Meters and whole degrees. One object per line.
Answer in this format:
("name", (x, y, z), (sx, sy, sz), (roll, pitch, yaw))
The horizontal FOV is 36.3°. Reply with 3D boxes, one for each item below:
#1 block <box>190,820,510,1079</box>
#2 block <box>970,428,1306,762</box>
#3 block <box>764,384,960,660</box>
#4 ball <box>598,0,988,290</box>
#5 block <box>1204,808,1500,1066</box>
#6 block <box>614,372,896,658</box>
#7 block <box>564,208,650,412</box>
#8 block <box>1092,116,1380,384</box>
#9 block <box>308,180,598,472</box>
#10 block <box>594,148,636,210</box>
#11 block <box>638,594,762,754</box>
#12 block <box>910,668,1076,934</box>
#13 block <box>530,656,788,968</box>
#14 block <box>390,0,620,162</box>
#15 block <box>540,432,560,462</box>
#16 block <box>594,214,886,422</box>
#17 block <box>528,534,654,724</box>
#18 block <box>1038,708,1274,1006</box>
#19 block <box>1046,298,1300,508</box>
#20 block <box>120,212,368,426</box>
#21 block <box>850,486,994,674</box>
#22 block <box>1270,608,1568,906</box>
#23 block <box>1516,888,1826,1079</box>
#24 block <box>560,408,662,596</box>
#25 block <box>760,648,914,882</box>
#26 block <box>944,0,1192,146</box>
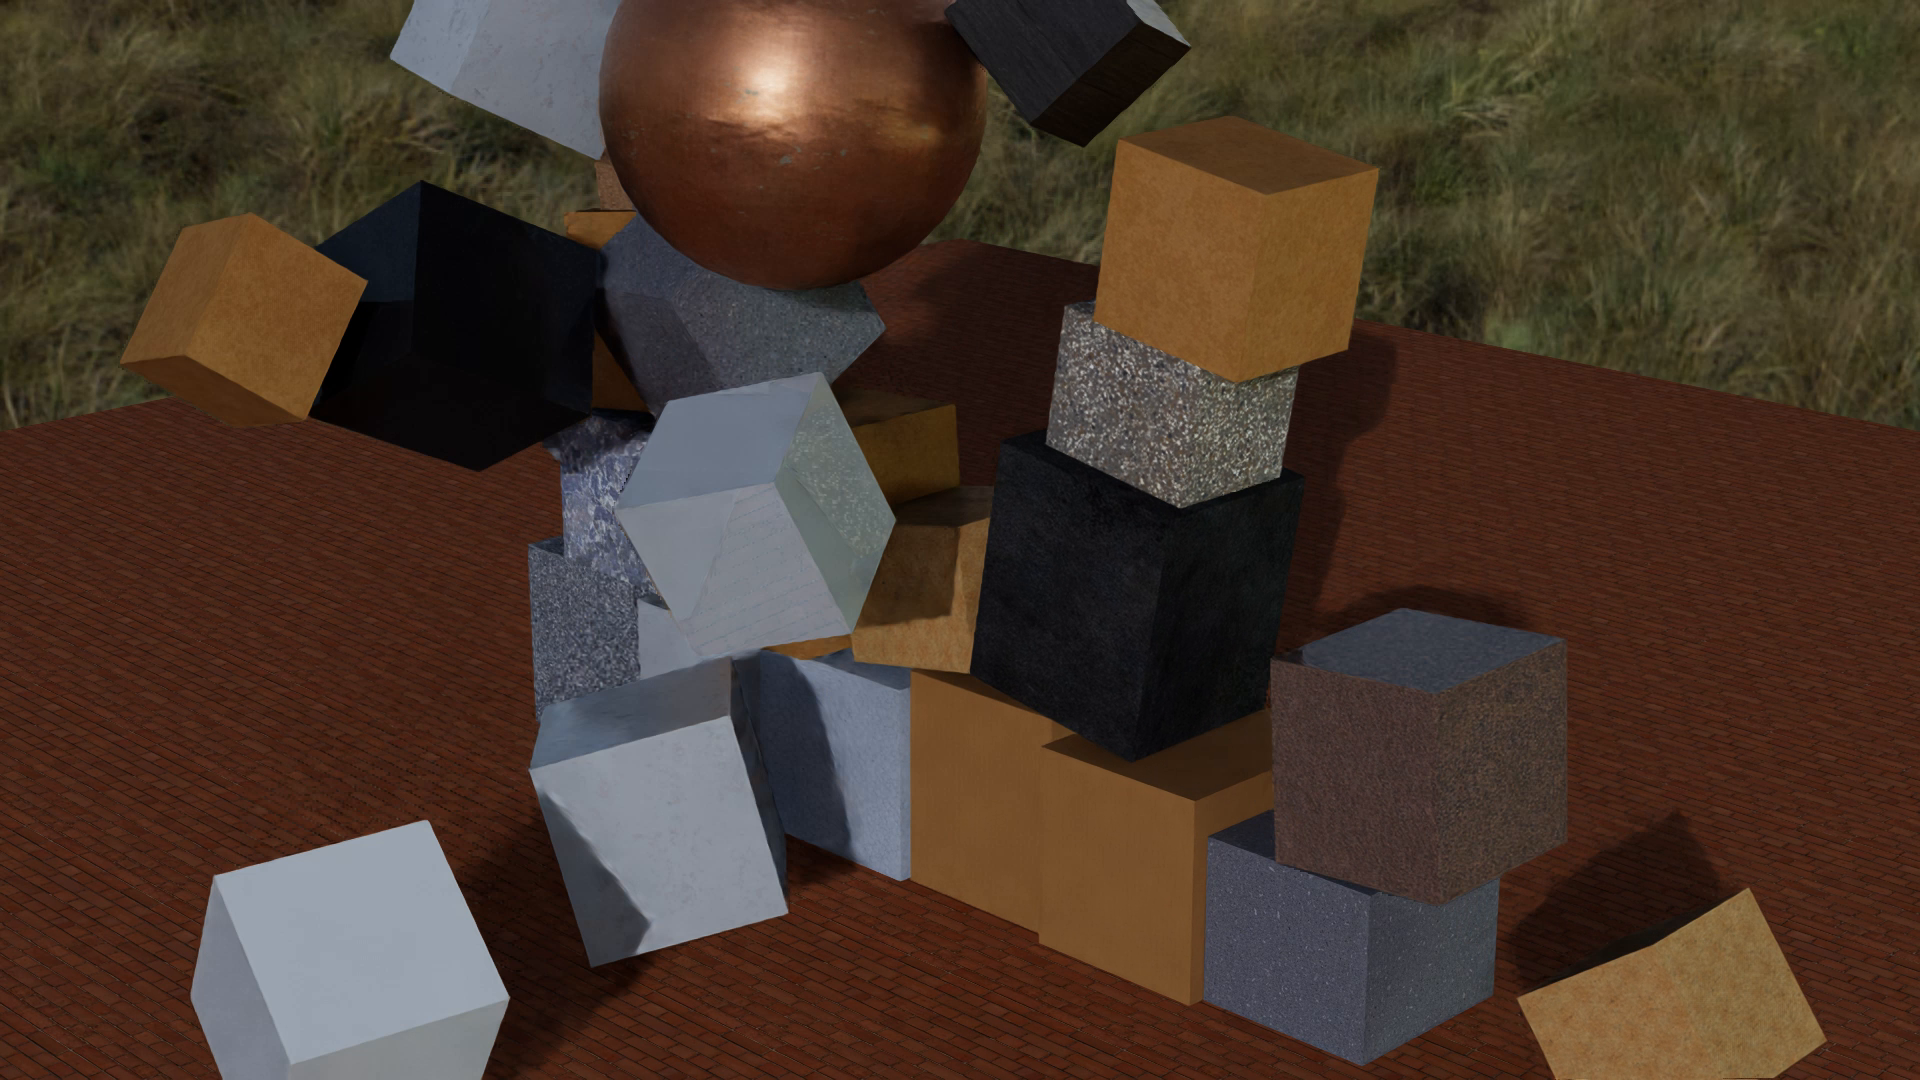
("block", (-2.187, 1.629, 10.436), (0.792, 0.837, 0.769), (-13, 58, -30))
("block", (0.752, 0.160, 12.603), (0.949, 1.109, 0.890), (27, 31, 37))
("block", (-0.687, -0.114, 13.926), (0.996, 1.018, 0.979), (-15, 18, -39))
("ball", (-0.684, -1.828, 12.051), (1.600, 1.600, 1.600), (0, 17, 0))
("block", (1.623, 1.561, 12.144), (0.888, 0.739, 0.831), (-17, 24, -42))
("block", (-0.745, -0.092, 10.860), (0.654, 0.719, 0.655), (-9, 36, 24))
("block", (-1.300, -1.177, 14.347), (0.832, 0.963, 0.839), (-15, 13, -38))
("block", (1.109, -1.189, 11.847), (0.769, 0.778, 0.717), (27, 31, 37))
("block", (-2.234, -0.919, 12.873), (0.935, 0.810, 0.828), (20, -30, -40))
("block", (-1.278, -1.988, 14.131), (0.742, 0.696, 0.700), (-14, 13, -36))
("block", (-0.948, 0.728, 14.559), (0.844, 0.881, 0.983), (-17, 24, -42))
("block", (0.403, 1.065, 13.258), (0.902, 1.016, 0.869), (-16, 24, -42))
("block", (-1.253, 1.128, 12.380), (0.841, 0.884, 0.907), (-15, 14, 0))
("block", (-1.830, -2.191, 12.538), (0.777, 0.772, 0.635), (21, 8, -39))
("block", (-2.090, -1.152, 16.377), (0.860, 0.845, 0.847), (-34, 14, 24))
("block", (-1.065, -1.072, 13.398), (0.829, 0.882, 0.859), (14, 53, 49))
("block", (-1.607, 0.485, 15.179), (0.865, 0.973, 0.859), (-17, 24, -42))
("block", (1.017, 1.297, 12.687), (1.041, 0.917, 0.863), (-17, 24, -42))
("block", (0.890, -0.617, 12.243), (0.640, 0.623, 0.765), (-17, 33, -43))
("block", (-3.010, -0.913, 12.316), (0.581, 0.659, 0.683), (31, -19, -33))
("block", (0.036, 0.166, 13.361), (0.810, 0.660, 0.785), (-17, 14, -42))
("block", (1.834, 0.840, 11.687), (0.799, 0.852, 0.874), (11, 20, 44))
("block", (2.682, 1.808, 11.062), (0.687, 0.633, 0.691), (-18, -11, -44))
("block", (-1.366, -0.279, 14.643), (0.866, 0.806, 0.929), (-15, 23, -40))
("block", (-0.268, 0.914, 13.888), (0.956, 0.928, 0.949), (-17, 24, -42))
("block", (0.429, -2.014, 11.589), (0.598, 0.592, 0.548), (55, 19, 17))
